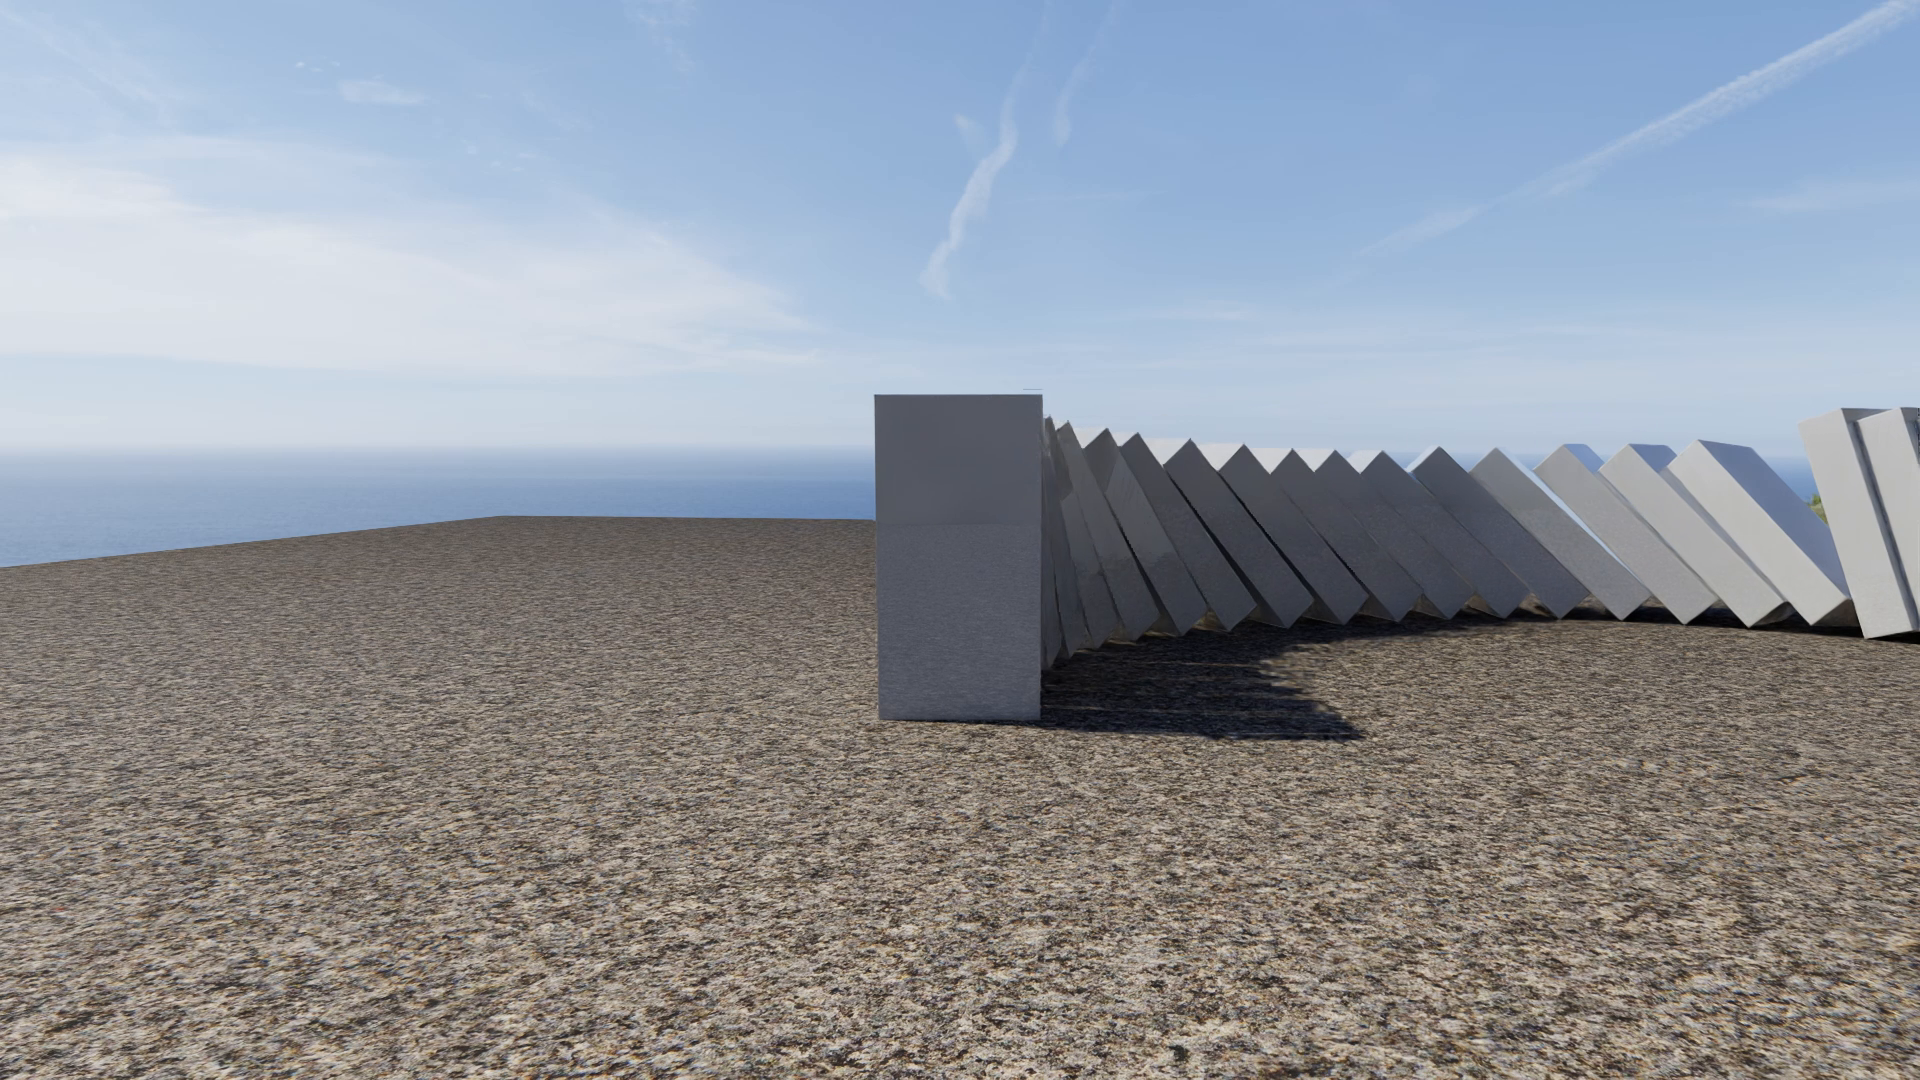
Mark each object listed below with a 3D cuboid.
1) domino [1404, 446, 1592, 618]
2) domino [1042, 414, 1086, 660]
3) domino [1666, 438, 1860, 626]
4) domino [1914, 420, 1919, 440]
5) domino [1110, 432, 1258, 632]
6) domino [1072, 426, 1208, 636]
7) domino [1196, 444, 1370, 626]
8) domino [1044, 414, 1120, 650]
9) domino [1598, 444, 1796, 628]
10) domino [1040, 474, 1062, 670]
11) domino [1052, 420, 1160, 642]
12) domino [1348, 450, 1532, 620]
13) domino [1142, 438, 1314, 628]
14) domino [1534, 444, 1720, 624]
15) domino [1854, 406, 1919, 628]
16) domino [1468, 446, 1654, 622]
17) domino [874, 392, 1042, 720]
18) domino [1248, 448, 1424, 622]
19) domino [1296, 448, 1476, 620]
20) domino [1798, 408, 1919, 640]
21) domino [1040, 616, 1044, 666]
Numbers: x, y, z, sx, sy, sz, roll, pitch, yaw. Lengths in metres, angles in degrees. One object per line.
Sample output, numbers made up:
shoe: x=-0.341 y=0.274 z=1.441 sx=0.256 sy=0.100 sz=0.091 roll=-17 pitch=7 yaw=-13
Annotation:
domino: x=0.135 y=-0.003 z=0.325 sx=0.010 sy=0.050 sz=0.025 roll=-45 pitch=-8 yaw=14
domino: x=0.008 y=-0.001 z=0.252 sx=0.025 sy=0.050 sz=0.009 roll=2 pitch=31 yaw=29
domino: x=0.194 y=-0.002 z=0.304 sx=0.025 sy=0.009 sz=0.050 roll=3 pitch=47 yaw=-32
domino: x=0.222 y=-0.003 z=0.273 sx=0.025 sy=0.050 sz=0.010 roll=-2 pitch=-14 yaw=-29
domino: x=0.046 y=-0.002 z=0.297 sx=0.009 sy=0.050 sz=0.025 roll=-41 pitch=16 yaw=-12
domino: x=0.033 y=-0.002 z=0.287 sx=0.010 sy=0.050 sz=0.025 roll=-42 pitch=24 yaw=-23
domino: x=0.073 y=-0.002 z=0.307 sx=0.009 sy=0.050 sz=0.025 roll=-46 pitch=16 yaw=-11
domino: x=0.014 y=-0.001 z=0.266 sx=0.025 sy=0.050 sz=0.010 roll=4 pitch=35 yaw=41
domino: x=0.181 y=-0.002 z=0.311 sx=0.025 sy=0.050 sz=0.009 roll=-3 pitch=-40 yaw=-41
domino: x=0.003 y=0.000 z=0.239 sx=0.025 sy=0.050 sz=0.010 roll=2 pitch=26 yaw=20
domino: x=0.022 y=-0.002 z=0.278 sx=0.010 sy=0.050 sz=0.025 roll=-40 pitch=25 yaw=-27
domino: x=0.118 y=-0.002 z=0.323 sx=0.050 sy=0.009 sz=0.025 roll=43 pitch=5 yaw=-1
domino: x=0.059 y=-0.002 z=0.302 sx=0.009 sy=0.050 sz=0.025 roll=-44 pitch=16 yaw=-11
domino: x=0.167 y=-0.003 z=0.318 sx=0.025 sy=0.050 sz=0.009 roll=-5 pitch=-37 yaw=-52
domino: x=0.214 y=-0.004 z=0.280 sx=0.025 sy=0.050 sz=0.009 roll=-2 pitch=-14 yaw=-29
domino: x=0.151 y=-0.003 z=0.323 sx=0.050 sy=0.009 sz=0.025 roll=49 pitch=23 yaw=16
domino: x=0.000 y=0.002 z=0.199 sx=0.025 sy=0.050 sz=0.009 roll=0 pitch=9 yaw=2
domino: x=0.087 y=-0.002 z=0.313 sx=0.050 sy=0.010 sz=0.025 roll=44 pitch=-8 yaw=-14
domino: x=0.102 y=-0.002 z=0.319 sx=0.050 sy=0.009 sz=0.025 roll=43 pitch=-1 yaw=-8
domino: x=0.206 y=-0.004 z=0.287 sx=0.025 sy=0.050 sz=0.009 roll=-2 pitch=-14 yaw=-30
domino: x=0.000 y=0.000 z=0.225 sx=0.025 sy=0.050 sz=0.009 roll=1 pitch=21 yaw=13
